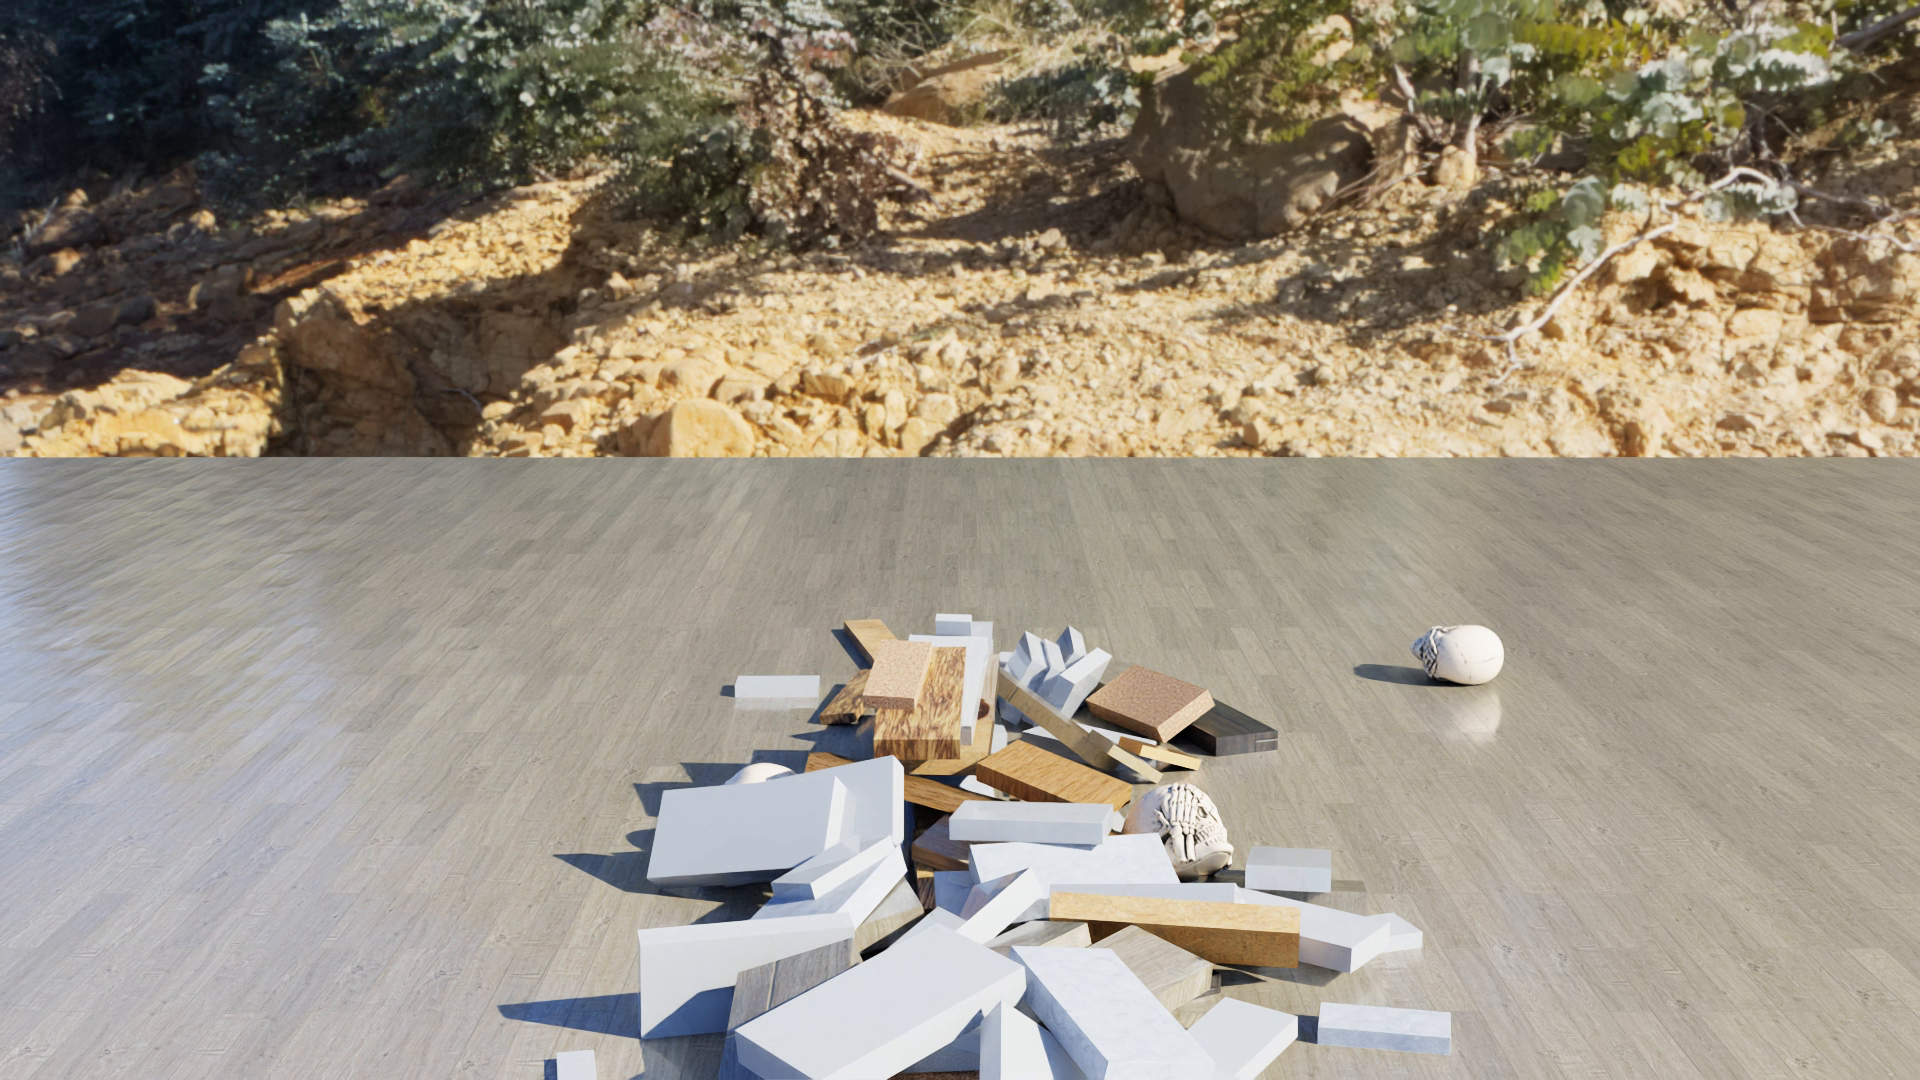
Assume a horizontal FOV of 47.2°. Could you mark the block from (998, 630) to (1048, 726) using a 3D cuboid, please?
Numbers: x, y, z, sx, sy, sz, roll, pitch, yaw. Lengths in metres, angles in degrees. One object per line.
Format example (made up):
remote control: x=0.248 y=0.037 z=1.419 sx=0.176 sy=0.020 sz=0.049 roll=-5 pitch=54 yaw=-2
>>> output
block: x=0.134 y=0.301 z=4.834 sx=0.040 sy=0.141 sz=0.283 roll=28 pitch=9 yaw=-6

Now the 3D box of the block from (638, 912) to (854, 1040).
block: x=-0.302 y=0.615 z=3.109 sx=0.301 sy=0.150 sz=0.043 roll=-3 pitch=20 yaw=-14

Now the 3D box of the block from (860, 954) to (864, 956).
block: x=-0.169 y=0.638 z=3.373 sx=0.052 sy=0.015 sz=0.104 roll=5 pitch=12 yaw=26

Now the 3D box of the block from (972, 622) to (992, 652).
block: x=0.026 y=0.230 z=5.227 sx=0.101 sy=0.029 sz=0.202 roll=0 pitch=11 yaw=2

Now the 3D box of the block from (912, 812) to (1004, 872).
block: x=0.046 y=0.519 z=3.612 sx=0.227 sy=0.032 sz=0.113 roll=16 pitch=30 yaw=29

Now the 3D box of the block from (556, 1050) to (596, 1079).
block: x=-0.516 y=0.715 z=2.959 sx=0.050 sy=0.014 sz=0.101 roll=-2 pitch=11 yaw=-11

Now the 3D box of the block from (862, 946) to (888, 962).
block: x=-0.064 y=0.636 z=3.305 sx=0.157 sy=0.022 sz=0.078 roll=8 pitch=30 yaw=38

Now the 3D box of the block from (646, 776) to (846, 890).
block: x=-0.355 y=0.487 z=3.657 sx=0.323 sy=0.162 sz=0.046 roll=-7 pitch=-35 yaw=21

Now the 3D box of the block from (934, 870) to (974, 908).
block: x=-0.004 y=0.583 z=3.501 sx=0.069 sy=0.020 sz=0.139 roll=-1 pitch=35 yaw=-4

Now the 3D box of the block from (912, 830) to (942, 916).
block: x=-0.015 y=0.552 z=3.620 sx=0.113 sy=0.032 sz=0.227 roll=-1 pitch=26 yaw=-4

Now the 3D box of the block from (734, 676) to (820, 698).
block: x=-0.413 y=0.332 z=4.986 sx=0.186 sy=0.026 sz=0.093 roll=0 pitch=11 yaw=-1

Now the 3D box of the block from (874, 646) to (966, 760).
block: x=-0.068 y=0.287 z=3.903 sx=0.148 sy=0.042 sz=0.296 roll=0 pitch=30 yaw=3

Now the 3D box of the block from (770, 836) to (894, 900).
block: x=-0.197 y=0.508 z=3.422 sx=0.092 sy=0.026 sz=0.184 roll=-8 pitch=13 yaw=44

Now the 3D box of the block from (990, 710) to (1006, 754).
block: x=0.002 y=0.359 z=4.504 sx=0.141 sy=0.040 sz=0.438 roll=-1 pitch=11 yaw=-5

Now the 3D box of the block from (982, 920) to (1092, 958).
block: x=0.068 y=0.573 z=3.017 sx=0.108 sy=0.031 sz=0.216 roll=-8 pitch=6 yaw=46

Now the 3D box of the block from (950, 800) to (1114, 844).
block: x=0.118 y=0.460 z=3.588 sx=0.250 sy=0.035 sz=0.125 roll=0 pitch=7 yaw=12

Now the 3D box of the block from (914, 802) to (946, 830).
block: x=-0.013 y=0.517 z=3.759 sx=0.113 sy=0.032 sz=0.227 roll=-2 pitch=31 yaw=-6

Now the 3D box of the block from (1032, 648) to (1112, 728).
block: x=0.243 y=0.325 z=4.727 sx=0.038 sy=0.133 sz=0.265 roll=31 pitch=19 yaw=13

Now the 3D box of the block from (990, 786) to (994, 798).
block: x=-0.020 y=0.440 z=4.044 sx=0.151 sy=0.043 sz=0.302 roll=-1 pitch=31 yaw=-5

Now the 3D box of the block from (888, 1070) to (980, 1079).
block: x=-0.024 y=0.702 z=2.820 sx=0.253 sy=0.036 sz=0.126 roll=-10 pitch=7 yaw=16

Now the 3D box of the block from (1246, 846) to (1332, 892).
block: x=0.541 y=0.539 z=3.609 sx=0.134 sy=0.038 sz=0.267 roll=1 pitch=-1 yaw=10

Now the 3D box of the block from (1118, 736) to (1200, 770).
block: x=0.396 y=0.423 z=4.369 sx=0.152 sy=0.022 sz=0.076 roll=17 pitch=0 yaw=-32

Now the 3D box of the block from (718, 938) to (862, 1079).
block: x=-0.220 y=0.652 z=2.880 sx=0.169 sy=0.048 sz=0.338 roll=-18 pitch=19 yaw=7

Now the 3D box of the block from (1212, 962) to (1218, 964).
block: x=0.344 y=0.625 z=3.400 sx=0.213 sy=0.030 sz=0.107 roll=-2 pitch=11 yaw=-9

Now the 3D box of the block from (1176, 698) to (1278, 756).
block: x=0.536 y=0.392 z=4.623 sx=0.142 sy=0.040 sz=0.284 roll=-4 pitch=11 yaw=-21

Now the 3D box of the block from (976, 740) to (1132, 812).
block: x=0.159 y=0.413 z=3.746 sx=0.238 sy=0.034 sz=0.119 roll=19 pitch=27 yaw=33

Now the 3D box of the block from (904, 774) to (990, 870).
block: x=-0.021 y=0.472 z=3.907 sx=0.151 sy=0.043 sz=0.302 roll=-1 pitch=31 yaw=-3

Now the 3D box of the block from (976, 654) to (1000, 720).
block: x=-0.003 y=0.277 z=4.174 sx=0.148 sy=0.042 sz=0.296 roll=1 pitch=13 yaw=3

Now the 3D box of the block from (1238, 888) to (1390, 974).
block: x=0.500 y=0.595 z=3.377 sx=0.281 sy=0.040 sz=0.140 roll=8 pitch=12 yaw=33

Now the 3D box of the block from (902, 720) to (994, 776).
block: x=-0.018 y=0.358 z=4.008 sx=0.151 sy=0.043 sz=0.302 roll=1 pitch=13 yaw=3

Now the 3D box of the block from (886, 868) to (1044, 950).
block: x=-0.023 y=0.577 z=3.173 sx=0.155 sy=0.044 sz=0.310 roll=-25 pitch=4 yaw=38

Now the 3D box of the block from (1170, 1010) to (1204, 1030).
block: x=0.304 y=0.707 z=2.926 sx=0.145 sy=0.041 sz=0.290 roll=4 pitch=11 yaw=21

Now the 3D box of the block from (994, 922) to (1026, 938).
block: x=0.071 y=0.602 z=3.459 sx=0.069 sy=0.020 sz=0.139 roll=-1 pitch=25 yaw=-6
